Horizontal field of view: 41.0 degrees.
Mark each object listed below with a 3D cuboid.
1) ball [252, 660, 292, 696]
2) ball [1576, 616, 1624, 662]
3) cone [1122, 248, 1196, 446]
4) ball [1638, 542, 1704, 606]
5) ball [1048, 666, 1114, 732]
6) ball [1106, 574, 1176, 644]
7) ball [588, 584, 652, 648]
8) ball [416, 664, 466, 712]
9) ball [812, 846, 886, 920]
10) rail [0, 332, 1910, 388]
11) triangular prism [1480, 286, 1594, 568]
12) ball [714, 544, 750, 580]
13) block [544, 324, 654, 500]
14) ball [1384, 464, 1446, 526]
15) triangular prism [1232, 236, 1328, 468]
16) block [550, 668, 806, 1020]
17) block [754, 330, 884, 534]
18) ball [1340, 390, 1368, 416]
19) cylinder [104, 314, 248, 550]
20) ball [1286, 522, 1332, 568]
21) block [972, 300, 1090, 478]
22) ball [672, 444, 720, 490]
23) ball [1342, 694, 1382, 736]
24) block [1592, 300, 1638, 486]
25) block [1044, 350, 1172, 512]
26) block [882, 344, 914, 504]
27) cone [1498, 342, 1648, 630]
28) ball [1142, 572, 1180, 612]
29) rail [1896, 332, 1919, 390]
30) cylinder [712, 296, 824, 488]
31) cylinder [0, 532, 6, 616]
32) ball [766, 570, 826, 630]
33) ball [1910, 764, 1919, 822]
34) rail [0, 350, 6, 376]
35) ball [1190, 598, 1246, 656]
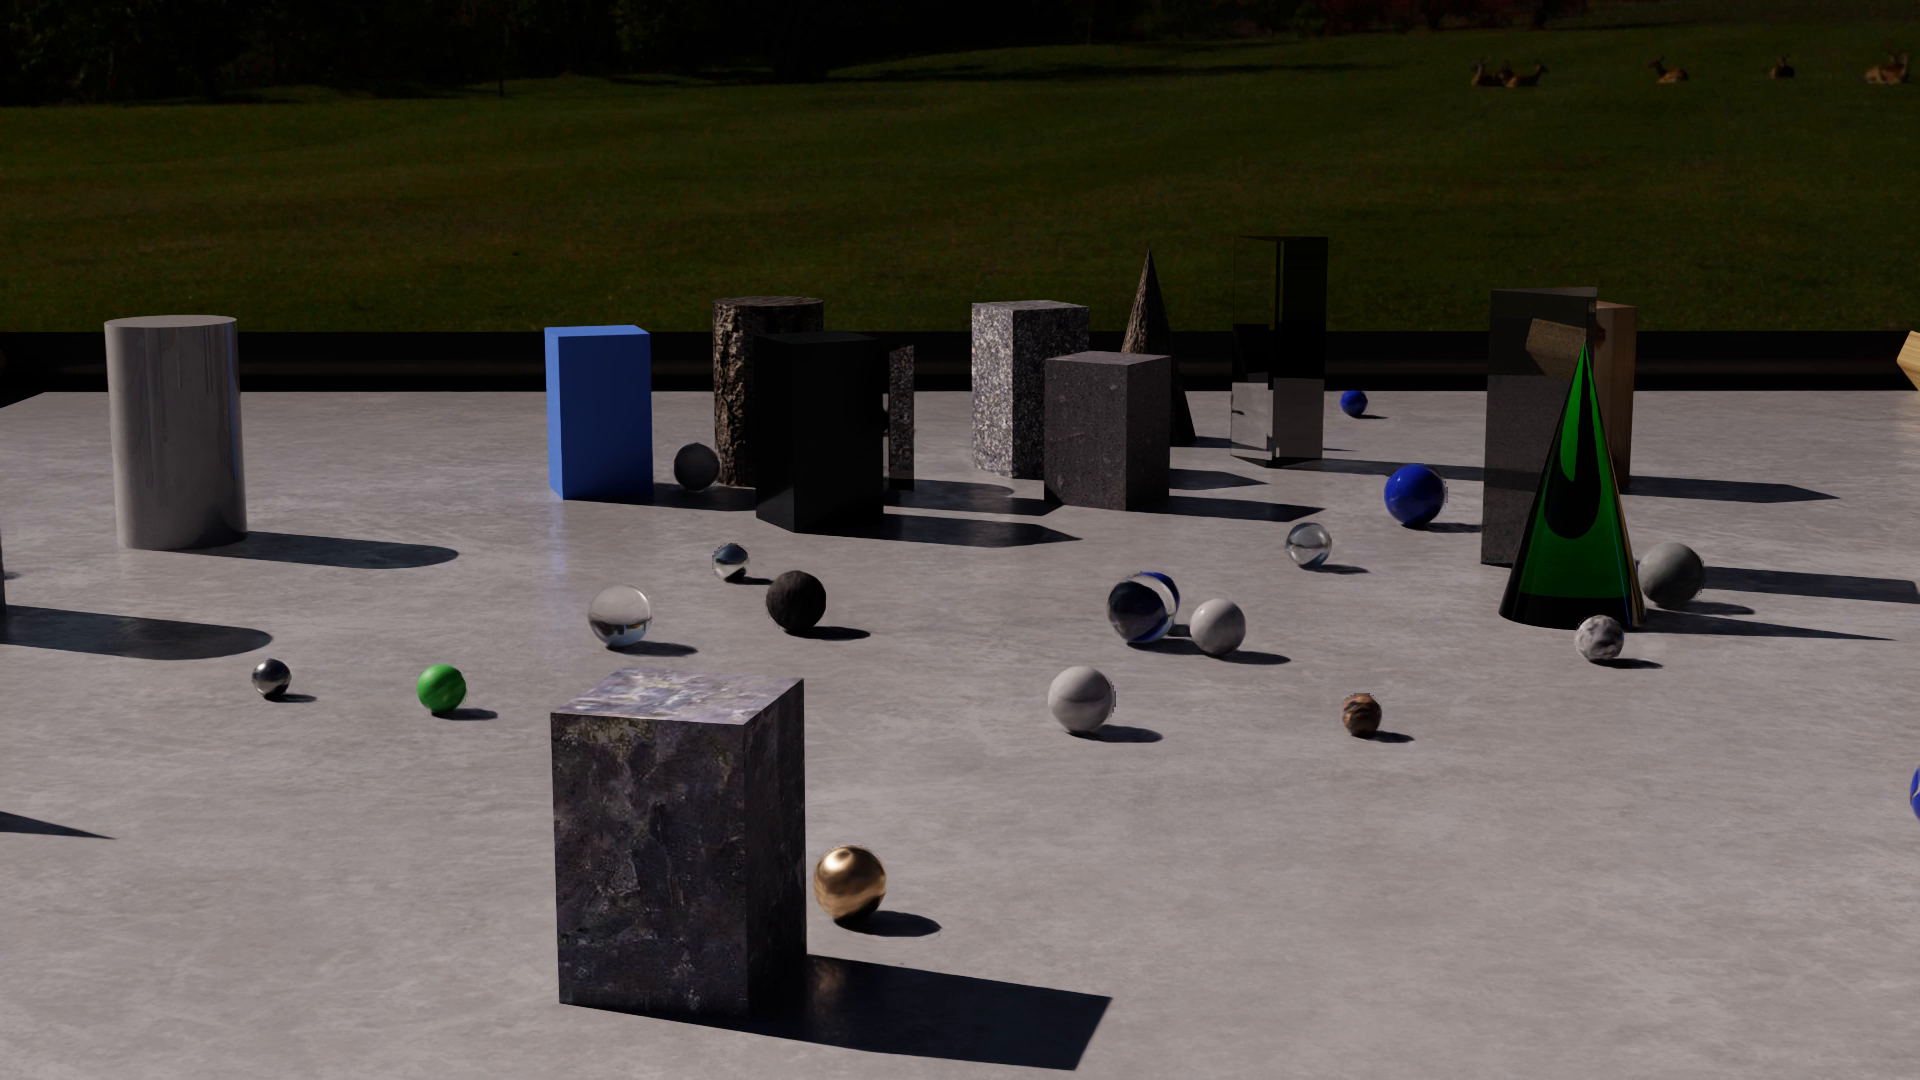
[{"bbox_3d":[-0.802,0.161,2.989,0.044,0.044,0.044,0,11,0],"label":"ball"},{"bbox_3d":[0.790,0.122,3.163,0.058,0.058,0.058,0,11,0],"label":"ball"},{"bbox_3d":[0.367,-0.384,5.009,0.194,0.378,0.194,0,11,0],"label":"cone"},{"bbox_3d":[0.966,0.046,3.487,0.088,0.088,0.088,0,11,0],"label":"ball"},{"bbox_3d":[0.133,0.175,2.833,0.073,0.073,0.073,0,11,0],"label":"ball"},{"bbox_3d":[0.230,0.088,3.258,0.088,0.088,0.088,0,11,0],"label":"ball"},{"bbox_3d":[-0.429,0.095,3.244,0.080,0.080,0.080,0,11,0],"label":"ball"},{"bbox_3d":[-0.590,0.169,2.917,0.055,0.055,0.055,0,11,0],"label":"ball"},{"bbox_3d":[-0.095,0.296,2.209,0.064,0.064,0.064,0,11,0],"label":"ball"},{"bbox_3d":[-0.014,-0.407,5.816,4.359,0.126,0.045,0,11,0],"label":"rail"},{"bbox_3d":[0.880,-0.163,3.747,0.168,0.404,0.146,10,15,44],"label":"triangular prism"},{"bbox_3d":[-0.326,0.032,3.665,0.051,0.051,0.051,0,11,0],"label":"ball"},{"bbox_3d":[-0.621,-0.222,4.414,0.156,0.277,0.156,-3,11,-17],"label":"block"},{"bbox_3d":[0.725,-0.071,4.094,0.097,0.097,0.097,0,11,0],"label":"ball"},{"bbox_3d":[0.566,-0.353,4.750,0.146,0.412,0.168,9,14,41],"label":"triangular prism"},{"bbox_3d":[-0.221,0.238,2.050,0.156,0.235,0.156,3,11,13],"label":"block"},{"bbox_3d":[-0.227,-0.176,4.110,0.156,0.298,0.156,-5,12,-27],"label":"block"},{"bbox_3d":[0.824,-0.287,5.368,0.056,0.056,0.056,0,11,0],"label":"ball"},{"bbox_3d":[-1.207,-0.168,3.954,0.194,0.339,0.194,0,11,0],"label":"cylinder"},{"bbox_3d":[0.511,0.007,3.755,0.067,0.067,0.067,0,11,0],"label":"ball"},{"bbox_3d":[0.126,-0.275,4.640,0.156,0.299,0.156,-5,12,-27],"label":"block"},{"bbox_3d":[-0.456,-0.127,4.435,0.081,0.081,0.081,0,11,0],"label":"ball"},{"bbox_3d":[0.441,0.192,2.819,0.044,0.044,0.044,0,11,0],"label":"ball"},{"bbox_3d":[1.072,-0.258,4.508,0.156,0.313,0.156,-3,11,-18],"label":"block"},{"bbox_3d":[0.248,-0.186,4.313,0.156,0.242,0.156,7,12,31],"label":"block"},{"bbox_3d":[-0.179,-0.201,4.366,0.156,0.253,0.156,4,11,20],"label":"block"},{"bbox_3d":[0.820,-0.081,3.402,0.194,0.369,0.194,0,11,0],"label":"cone"},{"bbox_3d":[0.250,0.078,3.351,0.074,0.074,0.074,0,11,0],"label":"ball"},{"bbox_3d":[2.156,0.030,3.461,0.045,0.126,4.862,0,11,0],"label":"rail"},{"bbox_3d":[-0.337,-0.264,4.531,0.194,0.316,0.194,0,11,0],"label":"cylinder"},{"bbox_3d":[-1.379,-0.086,3.396,0.194,0.381,0.194,0,11,0],"label":"cylinder"},{"bbox_3d":[-0.213,0.079,3.336,0.078,0.078,0.078,0,11,0],"label":"ball"},{"bbox_3d":[0.946,0.240,2.416,0.097,0.097,0.097,0,11,0],"label":"ball"},{"bbox_3d":[-2.156,0.035,3.437,0.045,0.126,4.862,0,11,0],"label":"rail"},{"bbox_3d":[0.322,0.109,3.197,0.071,0.071,0.071,0,11,0],"label":"ball"}]
